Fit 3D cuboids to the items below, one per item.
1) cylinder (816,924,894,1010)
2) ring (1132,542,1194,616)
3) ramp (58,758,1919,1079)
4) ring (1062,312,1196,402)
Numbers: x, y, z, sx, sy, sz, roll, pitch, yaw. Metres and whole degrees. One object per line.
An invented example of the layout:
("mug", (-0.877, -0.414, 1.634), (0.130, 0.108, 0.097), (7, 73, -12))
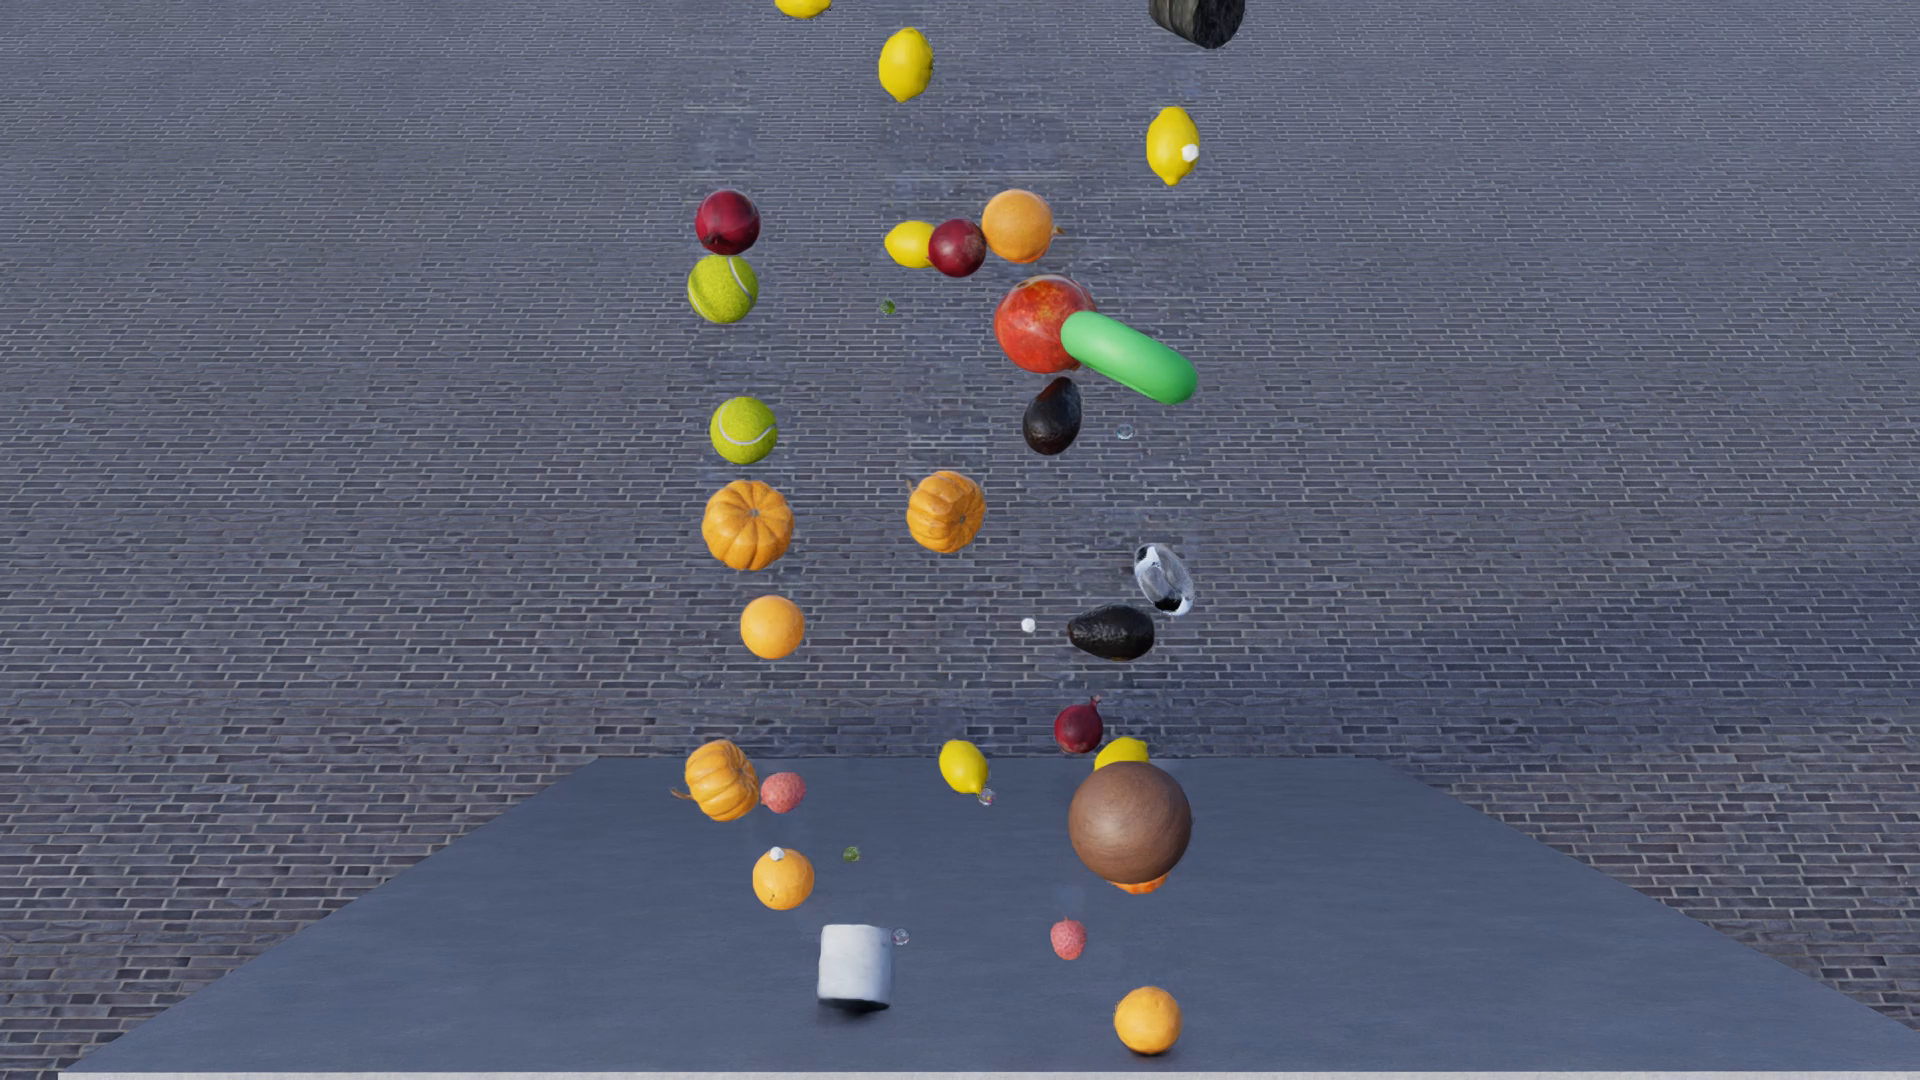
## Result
("cylinder", (-0.121, 0.496, 3.002), (0.085, 0.085, 0.085), (2, 71, 4))
("ring", (0.209, 0.040, 2.657), (0.028, 0.083, 0.083), (-34, 16, 29))
("ramp", (0.068, 0.605, 4.671), (2.000, 0.100, 4.000), (0, 0, 0))
("ring", (0.159, -0.173, 2.445), (0.140, 0.047, 0.140), (27, 2, -1))
